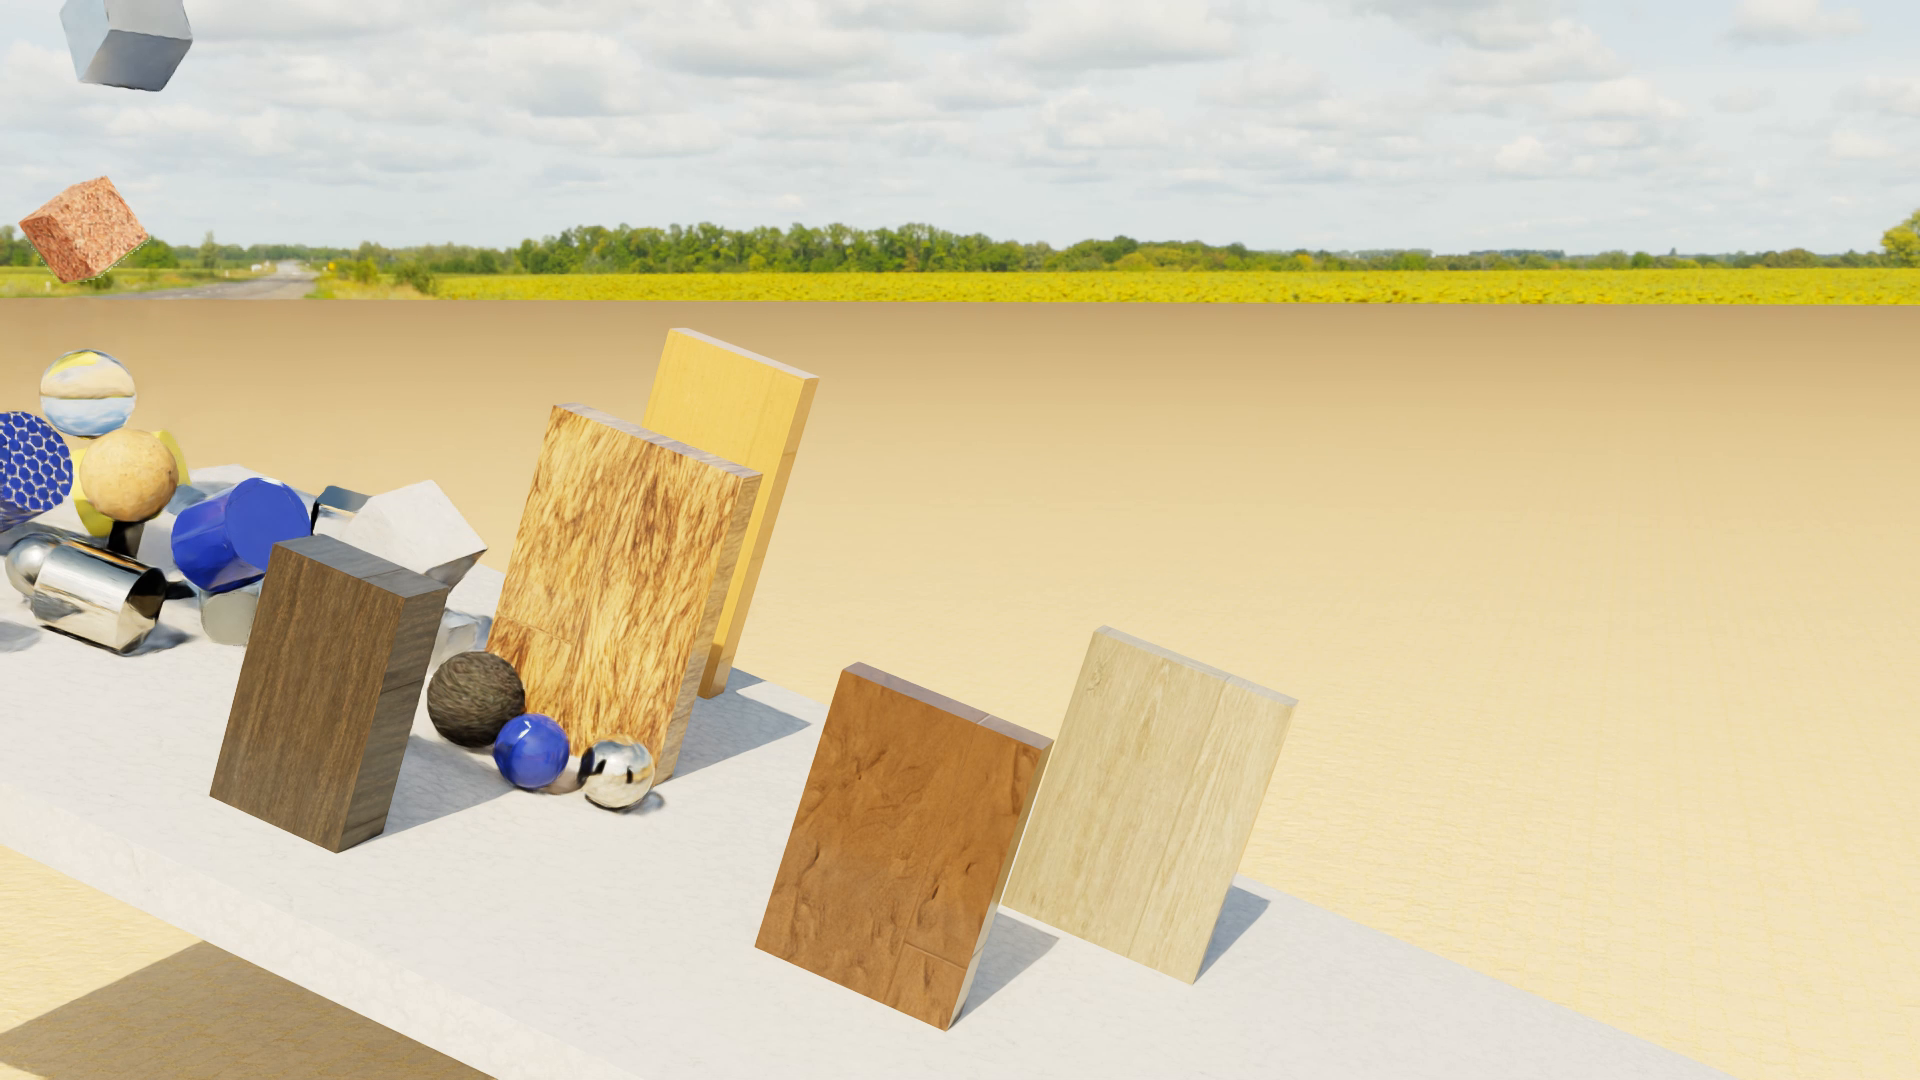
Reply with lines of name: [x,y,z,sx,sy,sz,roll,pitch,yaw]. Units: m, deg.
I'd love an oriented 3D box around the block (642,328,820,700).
block: [-0.598,-0.060,4.998,0.340,0.771,0.092,21,12,14]

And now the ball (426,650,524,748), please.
ball: [-0.937,0.308,4.254,0.187,0.187,0.187,0,7,0]

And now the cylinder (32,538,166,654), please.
cylinder: [-1.634,0.105,4.177,0.173,0.173,0.173,19,9,5]

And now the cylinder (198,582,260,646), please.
cylinder: [-1.465,0.136,4.420,0.120,0.120,0.120,-3,19,-22]

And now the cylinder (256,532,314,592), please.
cylinder: [-1.499,0.016,4.776,0.176,0.176,0.176,-5,23,-35]

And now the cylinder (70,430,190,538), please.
cylinder: [-1.791,-0.121,4.752,0.194,0.194,0.194,-14,8,-3]

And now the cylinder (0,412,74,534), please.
cylinder: [-1.941,-0.126,4.427,0.210,0.210,0.210,-19,-4,30]

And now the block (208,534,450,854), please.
block: [-1.054,0.253,3.674,0.255,0.456,0.140,21,12,14]

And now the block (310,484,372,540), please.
block: [-1.385,0.002,5.003,0.179,0.179,0.179,16,12,-9]

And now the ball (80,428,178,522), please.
ball: [-1.624,-0.127,4.299,0.182,0.182,0.182,0,7,0]

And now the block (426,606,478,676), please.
block: [-1.103,0.210,4.633,0.112,0.112,0.112,21,12,16]

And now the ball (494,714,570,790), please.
ball: [-0.807,0.398,4.145,0.143,0.143,0.143,0,7,0]

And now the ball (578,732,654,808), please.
ball: [-0.653,0.439,4.181,0.144,0.144,0.144,0,7,0]

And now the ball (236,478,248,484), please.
ball: [-1.590,-0.056,4.980,0.172,0.172,0.172,0,7,0]

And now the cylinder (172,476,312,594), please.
cylinder: [-1.393,-0.009,4.262,0.188,0.188,0.188,-17,-5,38]

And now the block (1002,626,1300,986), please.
block: [0.364,0.513,4.269,0.405,0.585,0.081,21,12,14]

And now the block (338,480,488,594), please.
block: [-1.164,0.025,4.623,0.194,0.194,0.194,-45,-9,29]

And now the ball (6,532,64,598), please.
ball: [-1.769,0.049,4.236,0.128,0.128,0.128,0,7,0]

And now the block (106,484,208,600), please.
block: [-1.644,0.003,4.606,0.179,0.179,0.179,24,13,22]

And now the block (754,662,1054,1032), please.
block: [-0.098,0.517,3.726,0.365,0.520,0.082,21,12,14]

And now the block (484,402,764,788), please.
block: [-0.690,0.108,4.382,0.422,0.655,0.101,21,12,14]

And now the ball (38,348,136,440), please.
ball: [-1.767,-0.295,4.454,0.184,0.184,0.184,0,7,0]

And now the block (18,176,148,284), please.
block: [-1.829,-0.648,4.591,0.150,0.150,0.150,-2,37,42]

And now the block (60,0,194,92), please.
block: [-1.660,-1.021,4.378,0.170,0.170,0.170,-2,-27,-45]

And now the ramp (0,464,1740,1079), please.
ramp: [-0.351,0.659,4.222,4.000,0.100,2.000,21,12,14]
